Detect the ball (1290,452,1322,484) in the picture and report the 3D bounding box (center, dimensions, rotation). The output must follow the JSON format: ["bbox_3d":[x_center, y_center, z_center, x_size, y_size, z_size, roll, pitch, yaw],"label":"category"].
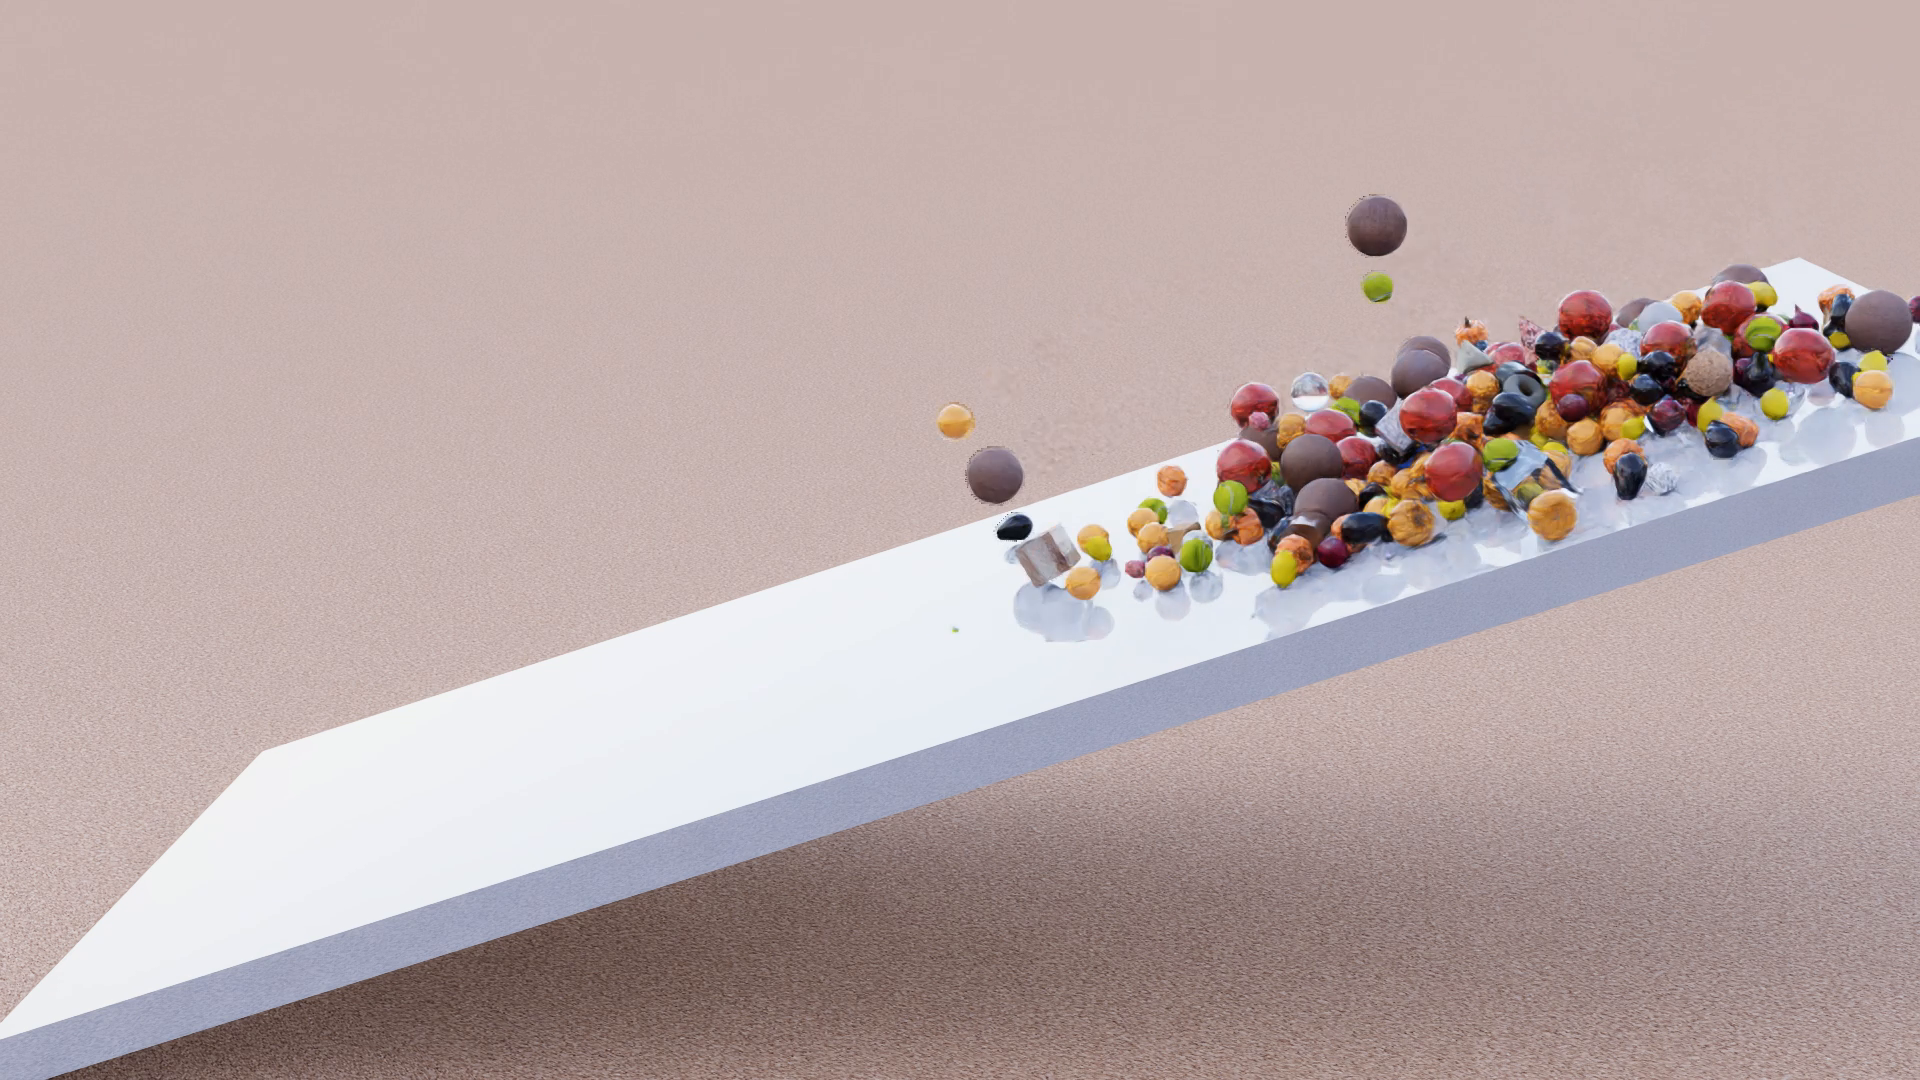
[{"bbox_3d":[0.758,-0.158,6.433,0.070,0.070,0.070,0,12,0],"label":"ball"}]

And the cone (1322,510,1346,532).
[{"bbox_3d":[0.759,-0.032,5.919,0.053,0.053,0.053,7,5,-38],"label":"cone"}]

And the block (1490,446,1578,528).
[{"bbox_3d":[1.059,-0.098,5.437,0.095,0.095,0.095,-40,20,-2],"label":"block"}]

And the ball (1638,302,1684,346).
[{"bbox_3d":[1.434,-0.443,6.022,0.090,0.090,0.090,0,12,0],"label":"ball"}]

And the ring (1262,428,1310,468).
[{"bbox_3d":[0.744,-0.209,6.711,0.115,0.038,0.115,-16,39,13],"label":"ring"}]

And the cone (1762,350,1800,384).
[{"bbox_3d":[1.639,-0.335,5.911,0.067,0.067,0.067,-43,-6,24],"label":"cone"}]

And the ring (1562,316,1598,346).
[{"bbox_3d":[1.389,-0.466,6.594,0.088,0.029,0.088,-34,25,18],"label":"ring"}]

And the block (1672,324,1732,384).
[{"bbox_3d":[1.515,-0.371,6.004,0.084,0.084,0.084,27,-37,-29],"label":"block"}]

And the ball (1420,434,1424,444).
[{"bbox_3d":[0.970,-0.223,6.376,0.075,0.075,0.075,0,12,0],"label":"ball"}]

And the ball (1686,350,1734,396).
[{"bbox_3d":[1.412,-0.314,5.544,0.088,0.088,0.088,0,12,0],"label":"ball"}]

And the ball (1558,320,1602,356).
[{"bbox_3d":[1.415,-0.455,6.713,0.099,0.099,0.099,0,12,0],"label":"ball"}]

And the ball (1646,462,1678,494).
[{"bbox_3d":[1.275,-0.112,5.342,0.057,0.057,0.057,0,12,0],"label":"ball"}]

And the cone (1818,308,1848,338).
[{"bbox_3d":[1.817,-0.459,6.147,0.060,0.060,0.060,-18,11,4],"label":"cone"}]

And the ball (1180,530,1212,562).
[{"bbox_3d":[0.487,0.013,6.046,0.066,0.066,0.066,0,12,0],"label":"ball"}]

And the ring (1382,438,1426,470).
[{"bbox_3d":[0.907,-0.185,6.023,0.097,0.097,0.032,8,43,34],"label":"ring"}]

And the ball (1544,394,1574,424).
[{"bbox_3d":[1.258,-0.275,6.177,0.062,0.062,0.062,0,12,0],"label":"ball"}]

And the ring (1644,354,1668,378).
[{"bbox_3d":[1.476,-0.372,6.306,0.087,0.029,0.087,5,29,-3],"label":"ring"}]

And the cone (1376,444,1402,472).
[{"bbox_3d":[0.939,-0.205,6.161,0.099,0.099,0.099,28,22,-13],"label":"cone"}]

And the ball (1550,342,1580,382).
[{"bbox_3d":[1.358,-0.395,6.542,0.088,0.088,0.088,0,12,0],"label":"ball"}]

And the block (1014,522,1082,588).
[{"bbox_3d":[0.188,0.033,6.266,0.091,0.091,0.091,-30,3,22],"label":"block"}]

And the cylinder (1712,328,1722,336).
[{"bbox_3d":[1.543,-0.411,6.070,0.052,0.052,0.052,6,13,8],"label":"cylinder"}]

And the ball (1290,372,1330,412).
[{"bbox_3d":[0.759,-0.321,6.379,0.086,0.086,0.086,0,12,0],"label":"ball"}]

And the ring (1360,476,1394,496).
[{"bbox_3d":[0.869,-0.113,6.135,0.075,0.025,0.075,-18,15,5],"label":"ring"}]

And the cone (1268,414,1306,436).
[{"bbox_3d":[0.767,-0.227,6.799,0.089,0.089,0.089,-2,38,-9],"label":"cone"}]

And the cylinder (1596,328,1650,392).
[{"bbox_3d":[1.373,-0.371,6.087,0.094,0.094,0.094,5,47,22],"label":"cylinder"}]

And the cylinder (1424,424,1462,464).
[{"bbox_3d":[0.990,-0.197,6.035,0.057,0.057,0.057,31,27,-17],"label":"cylinder"}]

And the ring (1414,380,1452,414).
[{"bbox_3d":[1.084,-0.326,6.744,0.098,0.033,0.098,-26,34,19],"label":"ring"}]

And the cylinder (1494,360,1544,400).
[{"bbox_3d":[1.186,-0.330,6.245,0.083,0.083,0.083,-1,19,-7],"label":"cylinder"}]

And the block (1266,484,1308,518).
[{"bbox_3d":[0.691,-0.082,6.205,0.054,0.054,0.054,-24,12,-24],"label":"block"}]

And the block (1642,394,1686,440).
[{"bbox_3d":[1.379,-0.242,5.764,0.052,0.052,0.052,44,48,13],"label":"block"}]

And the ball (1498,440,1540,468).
[{"bbox_3d":[1.100,-0.152,5.766,0.088,0.088,0.088,0,12,0],"label":"ball"}]

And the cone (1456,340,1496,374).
[{"bbox_3d":[1.113,-0.385,6.301,0.076,0.076,0.076,9,11,-9],"label":"cone"}]

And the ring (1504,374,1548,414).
[{"bbox_3d":[1.163,-0.301,6.046,0.097,0.032,0.097,14,46,-15],"label":"ring"}]

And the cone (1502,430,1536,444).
[{"bbox_3d":[1.146,-0.188,6.043,0.072,0.072,0.072,4,5,0],"label":"cone"}]

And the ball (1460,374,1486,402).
[{"bbox_3d":[1.169,-0.347,6.698,0.060,0.060,0.060,0,12,0],"label":"ball"}]

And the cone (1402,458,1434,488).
[{"bbox_3d":[0.950,-0.133,6.082,0.067,0.067,0.067,3,-12,13],"label":"cone"}]

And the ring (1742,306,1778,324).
[{"bbox_3d":[1.754,-0.494,6.450,0.080,0.027,0.080,13,5,-1],"label":"ring"}]

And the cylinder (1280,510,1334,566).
[{"bbox_3d":[0.678,-0.004,5.742,0.088,0.088,0.088,4,19,19],"label":"cylinder"}]

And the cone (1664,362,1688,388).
[{"bbox_3d":[1.490,-0.332,6.159,0.061,0.061,0.061,-3,-20,-12],"label":"cone"}]

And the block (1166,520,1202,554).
[{"bbox_3d":[0.476,-0.004,6.190,0.052,0.052,0.052,-9,14,42],"label":"block"}]

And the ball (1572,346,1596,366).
[{"bbox_3d":[1.356,-0.396,6.399,0.050,0.050,0.050,0,12,0],"label":"ball"}]

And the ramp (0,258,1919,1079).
[{"bbox_3d":[0.105,0.181,6.307,4.000,0.100,2.000,-18,11,6],"label":"ramp"}]

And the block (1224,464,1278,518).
[{"bbox_3d":[0.624,-0.105,6.305,0.071,0.071,0.071,-38,-1,-33],"label":"block"}]

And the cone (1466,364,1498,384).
[{"bbox_3d":[1.183,-0.400,6.791,0.087,0.087,0.087,-44,6,6],"label":"cone"}]

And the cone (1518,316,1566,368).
[{"bbox_3d":[1.180,-0.424,6.070,0.099,0.099,0.099,-33,-6,-4],"label":"cone"}]

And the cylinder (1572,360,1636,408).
[{"bbox_3d":[1.361,-0.335,6.203,0.096,0.096,0.096,-11,1,44],"label":"cylinder"}]

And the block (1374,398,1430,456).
[{"bbox_3d":[0.884,-0.225,5.891,0.076,0.076,0.076,42,0,9],"label":"block"}]
